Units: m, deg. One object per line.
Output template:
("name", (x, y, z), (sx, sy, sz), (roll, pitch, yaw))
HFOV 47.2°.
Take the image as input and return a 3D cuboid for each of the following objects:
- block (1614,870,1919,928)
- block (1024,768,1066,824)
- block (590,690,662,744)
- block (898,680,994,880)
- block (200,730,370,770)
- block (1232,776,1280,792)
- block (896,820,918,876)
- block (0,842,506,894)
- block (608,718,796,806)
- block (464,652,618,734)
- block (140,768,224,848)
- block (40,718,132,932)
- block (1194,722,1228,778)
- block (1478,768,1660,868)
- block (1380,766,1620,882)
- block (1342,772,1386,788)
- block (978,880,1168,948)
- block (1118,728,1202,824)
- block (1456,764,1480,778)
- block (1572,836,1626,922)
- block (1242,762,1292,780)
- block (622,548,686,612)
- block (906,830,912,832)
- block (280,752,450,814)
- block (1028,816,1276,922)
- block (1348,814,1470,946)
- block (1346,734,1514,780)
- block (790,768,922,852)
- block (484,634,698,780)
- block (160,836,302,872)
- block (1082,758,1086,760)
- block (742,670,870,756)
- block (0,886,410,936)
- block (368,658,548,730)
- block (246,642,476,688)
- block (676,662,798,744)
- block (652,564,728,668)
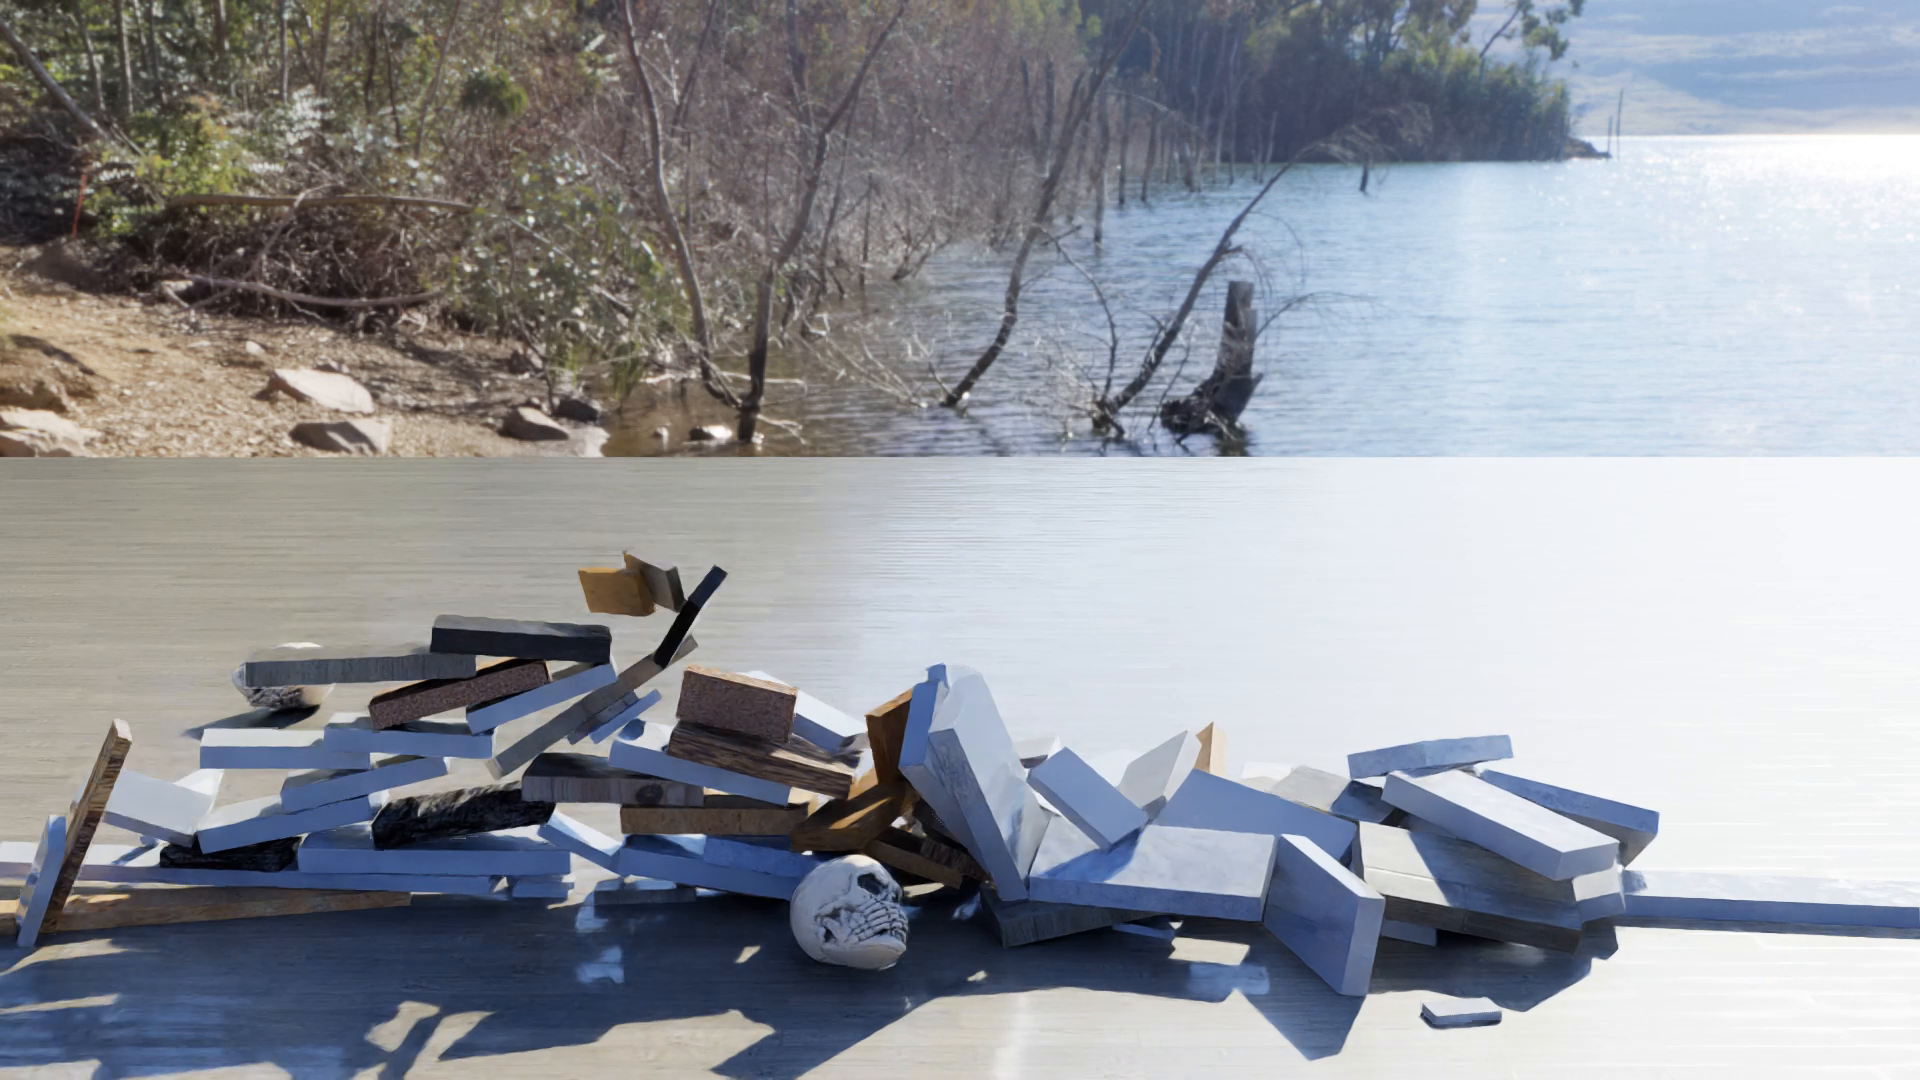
("block", (1.555, 0.591, 3.564), (1.006, 0.036, 0.126), (1, 11, 7))
("block", (0.170, 0.472, 3.831), (0.155, 0.044, 0.311), (26, 4, -12))
("block", (-0.551, 0.291, 3.632), (0.132, 0.019, 0.066), (-35, 2, -9))
("block", (0.010, 0.385, 3.511), (0.046, 0.323, 0.162), (-13, 44, 26))
("block", (-1.111, 0.345, 3.631), (0.265, 0.038, 0.133), (2, 6, -16))
("block", (0.617, 0.473, 3.855), (0.290, 0.041, 0.145), (13, 7, 40))
("block", (-0.007, 0.516, 3.869), (0.267, 0.038, 0.134), (-15, 16, -31))
("block", (-1.198, 0.546, 3.667), (0.869, 0.029, 0.101), (1, 10, 4))
("block", (-0.411, 0.362, 3.594), (0.296, 0.042, 0.148), (13, 10, 2))
("block", (-0.693, 0.251, 3.650), (0.250, 0.035, 0.125), (-20, 9, -7))
("block", (-1.342, 0.458, 3.796), (0.026, 0.093, 0.186), (22, 13, 7))
("block", (-1.374, 0.447, 3.447), (0.022, 0.337, 0.076), (21, 8, -31))
("block", (0.413, 0.439, 3.962), (0.140, 0.040, 0.361), (-42, 4, 15))
("block", (1.016, 0.475, 3.747), (0.301, 0.043, 0.150), (14, -30, 1))
("block", (0.870, 0.453, 3.555), (0.169, 0.048, 0.338), (0, 17, -44))
("block", (0.851, 0.475, 3.960), (0.348, 0.031, 0.108), (12, 15, 35))
("block", (0.199, 0.568, 3.516), (0.310, 0.044, 0.155), (-10, 16, -10))
("block", (0.343, 0.442, 3.932), (0.140, 0.040, 0.281), (-33, 8, 24))
("block", (0.874, 0.423, 3.929), (0.101, 0.014, 0.050), (-13, -28, 23))
("block", (1.017, 0.560, 3.601), (0.126, 0.036, 0.253), (-16, 8, 18))
("block", (0.591, 0.469, 4.252), (0.090, 0.026, 0.181), (2, 11, 12))
("block", (-0.509, 0.066, 3.665), (0.022, 0.076, 0.152), (-25, 26, -30))
("block", (-0.056, 0.511, 3.805), (0.104, 0.015, 0.052), (-12, 15, -23))
("block", (-0.987, 0.389, 3.665), (0.266, 0.038, 0.133), (-13, 10, -8))
("block", (0.304, 0.516, 3.465), (0.362, 0.046, 0.162), (3, 29, 15))
("block", (0.736, 0.532, 3.584), (0.169, 0.048, 0.338), (8, 27, 25))
("block", (0.817, 0.374, 3.809), (0.150, 0.043, 0.301), (-16, -12, 40))
("block", (-0.114, 0.412, 3.669), (0.119, 0.034, 0.544), (-6, 10, 22))
("block", (-0.620, 0.278, 3.704), (0.387, 0.035, 0.125), (-34, 2, -22))
("block", (-1.210, 0.519, 3.654), (0.202, 0.029, 0.101), (1, 10, 4))
("block", (0.233, 0.464, 4.276), (0.090, 0.026, 0.181), (-4, 11, -19))
("block", (-0.270, 0.285, 3.642), (0.238, 0.034, 0.119), (25, 11, 21))
("block", (-1.443, 0.601, 3.538), (1.084, 0.026, 0.093), (-2, 11, -12))
("block", (-0.825, 0.244, 3.634), (0.284, 0.040, 0.142), (-15, 8, -8))
("block", (-0.974, 0.202, 3.595), (0.357, 0.040, 0.142), (-2, 6, -13))
("block", (-0.360, 0.263, 3.547), (0.184, 0.092, 0.026), (13, 26, -3))
("block", (-0.443, 0.127, 3.603), (0.026, 0.184, 0.092), (35, 45, -1))
